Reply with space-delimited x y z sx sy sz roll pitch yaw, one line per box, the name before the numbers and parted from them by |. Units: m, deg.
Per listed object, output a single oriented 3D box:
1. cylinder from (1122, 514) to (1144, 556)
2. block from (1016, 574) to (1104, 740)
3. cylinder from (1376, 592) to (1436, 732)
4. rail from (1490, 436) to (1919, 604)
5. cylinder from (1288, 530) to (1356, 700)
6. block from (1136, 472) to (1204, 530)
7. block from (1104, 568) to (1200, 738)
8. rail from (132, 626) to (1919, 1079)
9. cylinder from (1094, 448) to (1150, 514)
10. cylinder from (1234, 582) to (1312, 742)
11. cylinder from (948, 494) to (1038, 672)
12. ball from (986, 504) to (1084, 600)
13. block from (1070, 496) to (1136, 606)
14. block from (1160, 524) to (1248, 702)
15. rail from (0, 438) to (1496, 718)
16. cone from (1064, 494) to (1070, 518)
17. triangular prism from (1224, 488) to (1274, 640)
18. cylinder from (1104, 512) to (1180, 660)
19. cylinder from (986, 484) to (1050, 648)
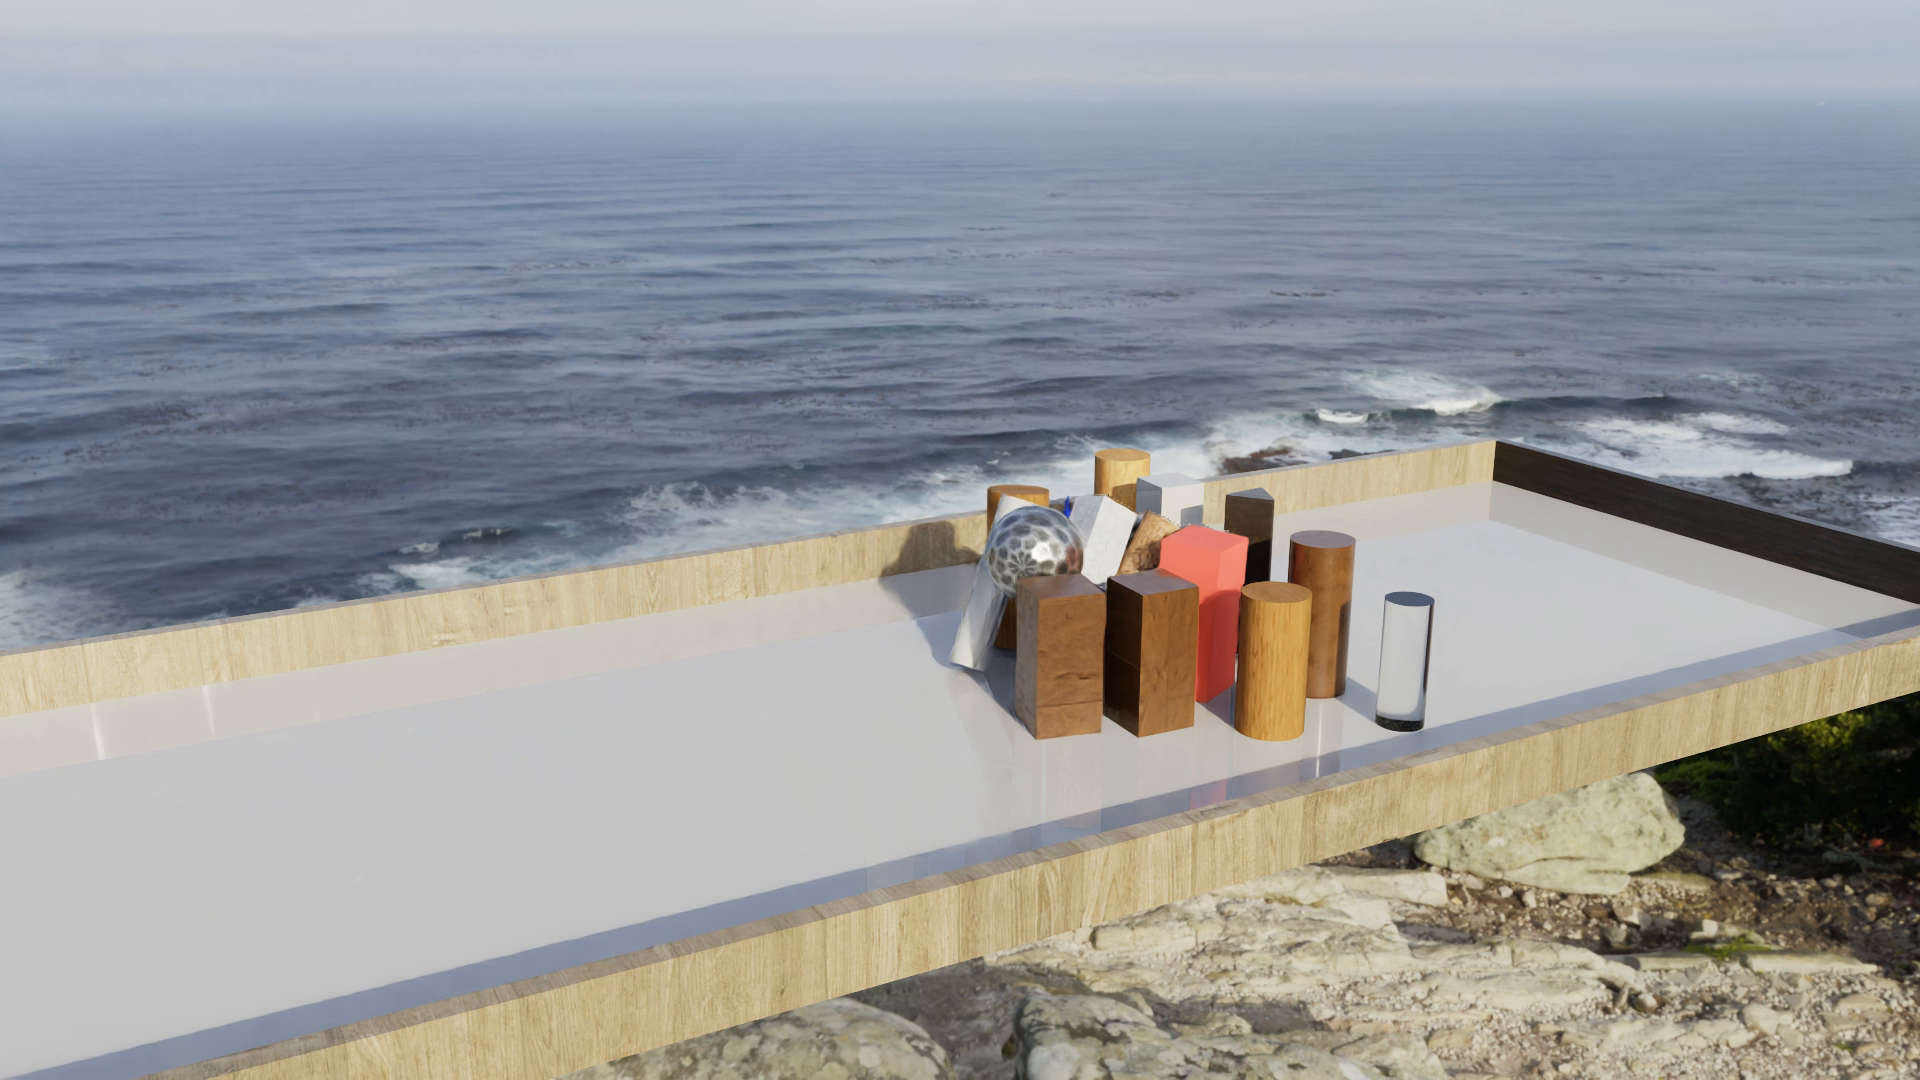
cylinder | 0.436 0.114 4.336 0.110 0.352 0.110 1 15 0
block | 0.230 0.269 3.836 0.159 0.340 0.159 -4 17 -15
cylinder | 1.037 0.283 3.845 0.113 0.308 0.113 0 16 0
rail | 2.466 -0.048 5.253 0.050 0.150 2.100 -9 18 -27
cylinder | 0.880 0.182 4.052 0.157 0.385 0.157 0 16 0
block | 0.577 0.024 4.578 0.133 0.392 0.133 -7 18 -24
block | 0.445 0.262 3.852 0.153 0.345 0.153 -8 18 -25
rail | -2.336 1.006 1.665 12.000 0.150 0.050 -9 18 -27
cylinder | 0.469 -0.052 4.815 0.159 0.404 0.159 0 16 0
cylinder | 0.723 0.279 3.812 0.160 0.334 0.160 0 16 0
cylinder | 0.085 0.109 4.198 0.100 0.443 0.100 18 -2 1
ball | 0.183 0.036 4.045 0.244 0.244 0.244 0 16 0
block | 0.300 0.112 4.163 0.115 0.438 0.115 27 -14 -30
block | 0.586 0.179 4.049 0.155 0.385 0.155 14 21 32
rail | -3.305 0.497 3.399 12.000 0.150 0.050 -9 18 -27
cone | 0.297 0.038 4.602 0.122 0.352 0.122 0 16 0
triangular prism | 0.764 0.081 4.325 0.127 0.425 0.110 8 18 24
cylinder | 0.452 0.133 4.188 0.157 0.377 0.157 28 1 0
cylinder | 0.148 0.069 4.373 0.163 0.408 0.163 2 11 0
